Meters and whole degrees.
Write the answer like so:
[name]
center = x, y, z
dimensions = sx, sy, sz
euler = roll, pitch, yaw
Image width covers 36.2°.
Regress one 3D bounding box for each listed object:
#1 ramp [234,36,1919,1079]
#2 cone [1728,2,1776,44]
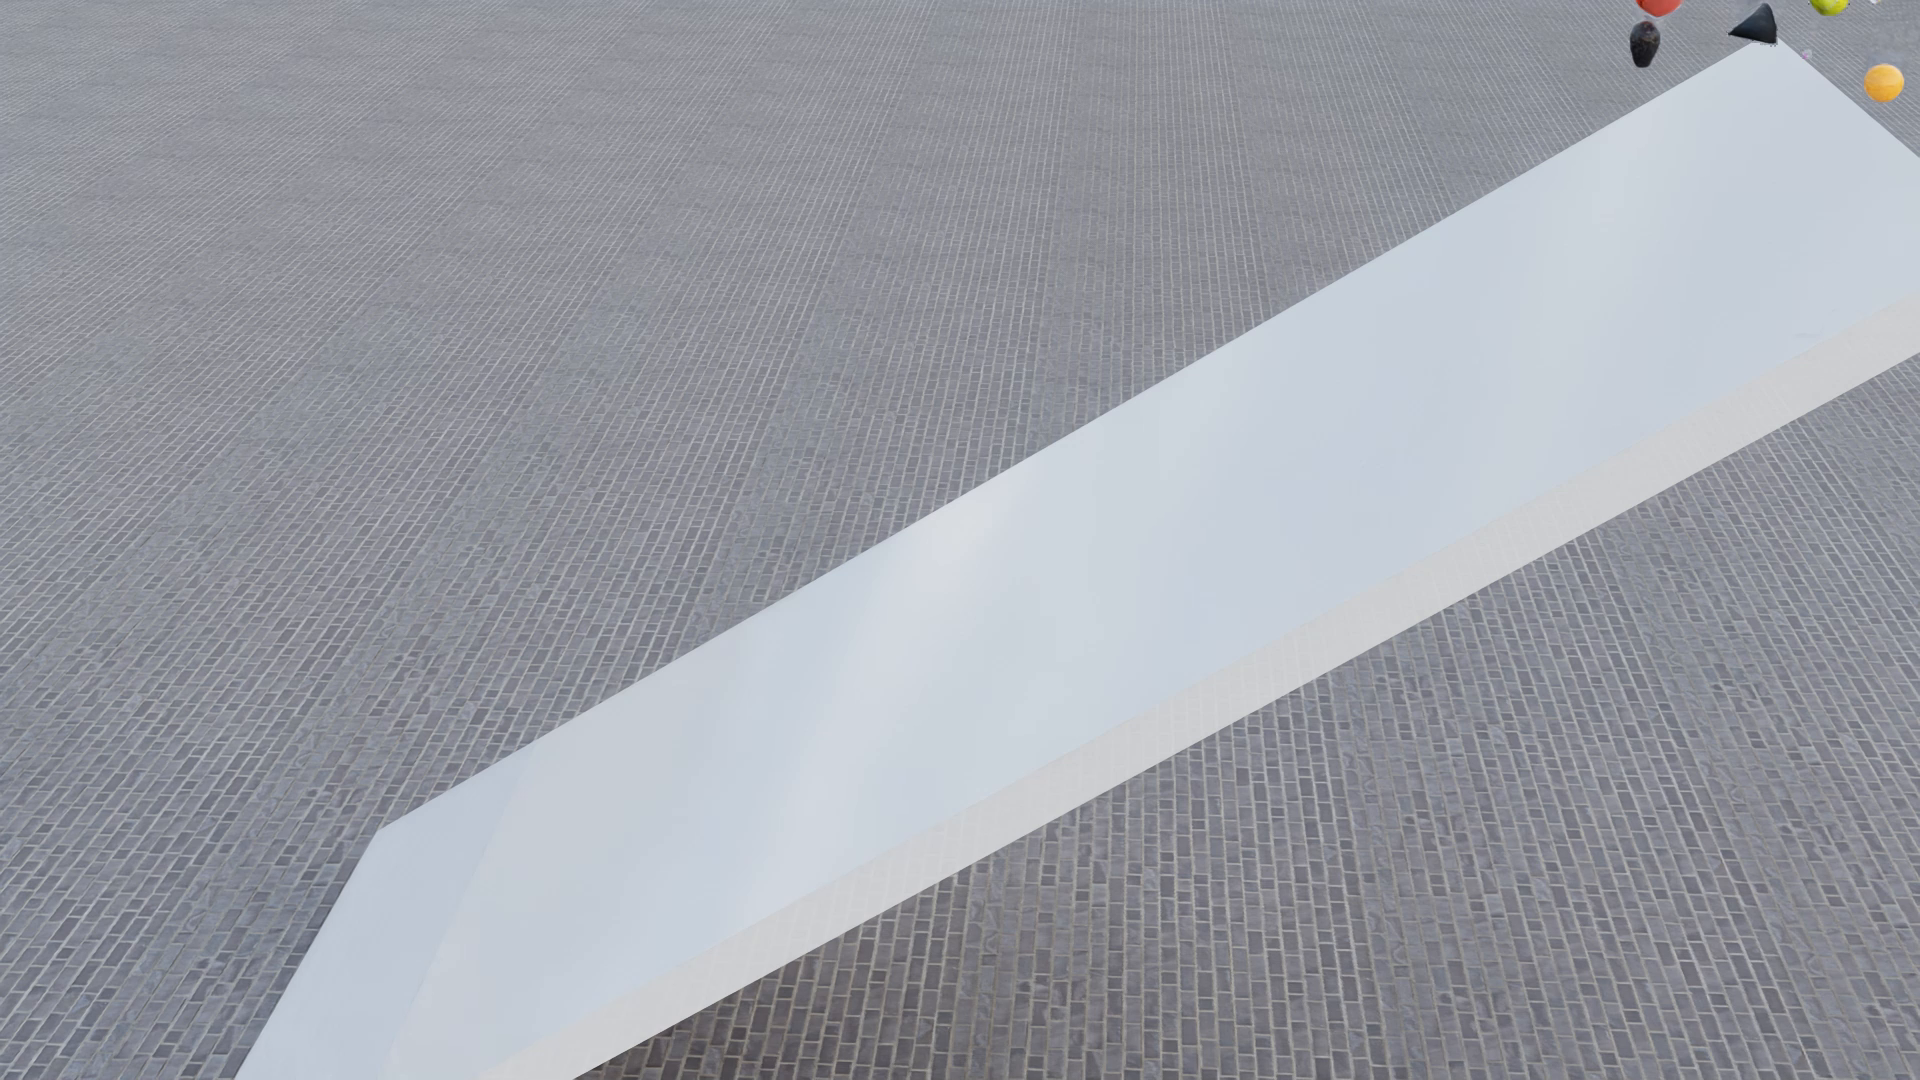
[ramp]
center = 0.141, 0.169, 6.290
dimensions = 4.000, 0.100, 2.000
euler = -30, 15, 13
[cone]
center = 1.505, -0.976, 5.615
dimensions = 0.082, 0.082, 0.082
euler = -14, 19, 3
